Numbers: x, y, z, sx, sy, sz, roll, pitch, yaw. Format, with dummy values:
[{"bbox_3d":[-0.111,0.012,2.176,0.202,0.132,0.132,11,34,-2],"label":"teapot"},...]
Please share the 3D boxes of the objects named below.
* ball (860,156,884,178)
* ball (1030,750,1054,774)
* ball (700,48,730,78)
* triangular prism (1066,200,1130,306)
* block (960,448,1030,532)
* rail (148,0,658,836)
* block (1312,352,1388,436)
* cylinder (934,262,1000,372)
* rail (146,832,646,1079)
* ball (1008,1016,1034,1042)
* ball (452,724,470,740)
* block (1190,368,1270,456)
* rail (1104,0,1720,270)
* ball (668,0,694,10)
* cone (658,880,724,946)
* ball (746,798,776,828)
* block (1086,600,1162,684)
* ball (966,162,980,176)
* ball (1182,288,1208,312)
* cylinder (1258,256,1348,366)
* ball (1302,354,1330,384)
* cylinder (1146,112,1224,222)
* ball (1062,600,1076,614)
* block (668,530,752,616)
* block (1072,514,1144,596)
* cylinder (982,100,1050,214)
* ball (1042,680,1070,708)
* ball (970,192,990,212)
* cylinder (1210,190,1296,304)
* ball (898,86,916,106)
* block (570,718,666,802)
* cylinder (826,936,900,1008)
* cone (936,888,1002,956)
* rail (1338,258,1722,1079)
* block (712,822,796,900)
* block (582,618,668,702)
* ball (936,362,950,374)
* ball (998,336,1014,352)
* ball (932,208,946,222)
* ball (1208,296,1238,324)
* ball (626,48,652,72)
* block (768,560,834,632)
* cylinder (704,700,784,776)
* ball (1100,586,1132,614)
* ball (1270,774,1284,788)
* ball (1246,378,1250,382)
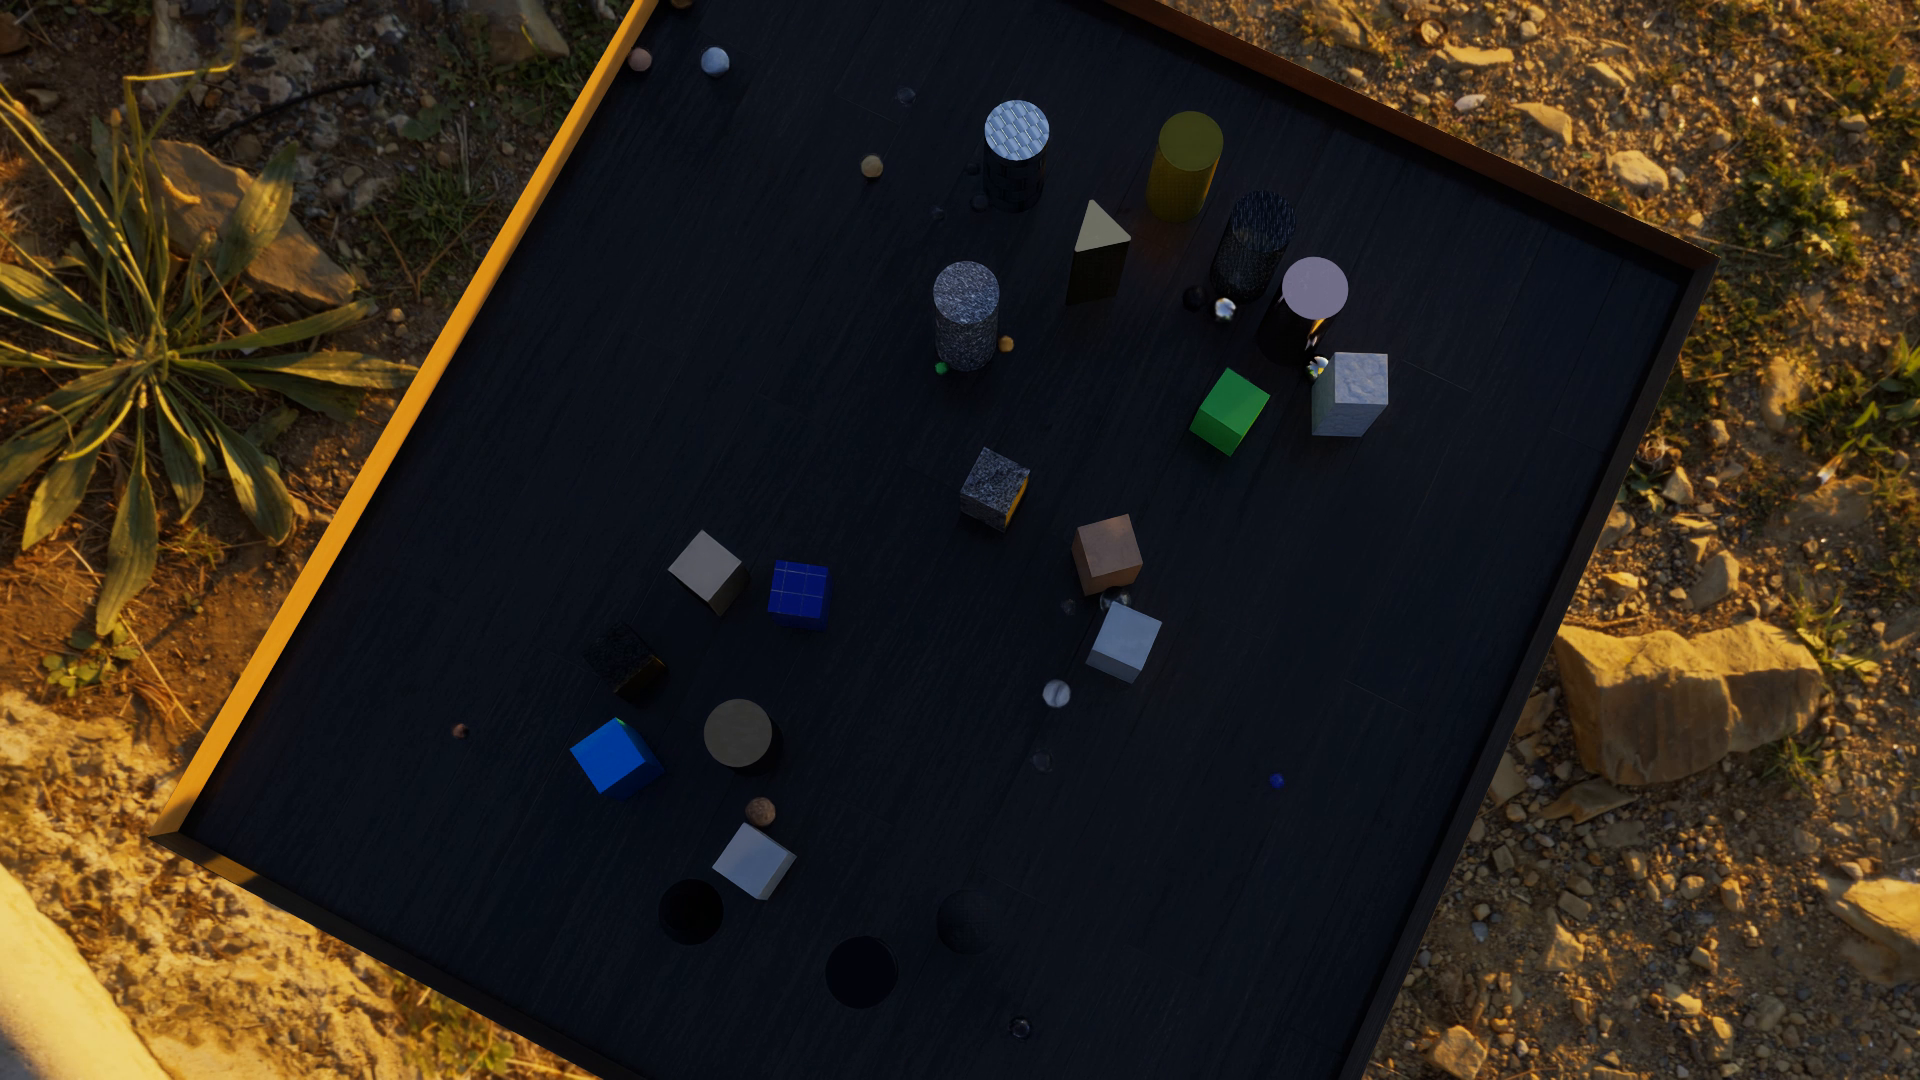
[{"bbox_3d":[-0.280,-1.186,5.825,0.072,0.072,0.072,0,78,0],"label":"ball"},{"bbox_3d":[0.243,0.658,5.443,0.073,0.073,0.073,0,78,0],"label":"ball"},{"bbox_3d":[-0.786,-1.535,5.887,0.092,0.092,0.092,0,78,0],"label":"ball"},{"bbox_3d":[0.398,-0.874,5.553,0.166,0.479,0.144,-13,79,-3],"label":"triangular prism"},{"bbox_3d":[0.104,-0.148,5.516,0.153,0.257,0.153,27,80,5],"label":"block"},{"bbox_3d":[-1.511,-0.733,5.704,0.045,0.125,3.695,26,80,5],"label":"rail"},{"bbox_3d":[1.170,-0.435,5.521,0.153,0.362,0.153,2,78,0],"label":"block"},{"bbox_3d":[0.018,-0.667,5.517,0.192,0.466,0.192,0,78,0],"label":"cylinder"},{"bbox_3d":[-0.816,1.604,5.220,3.425,0.125,0.045,26,80,5],"label":"rail"},{"bbox_3d":[0.175,1.410,5.288,0.072,0.072,0.072,0,78,0],"label":"ball"},{"bbox_3d":[-1.490,0.573,5.474,0.047,0.047,0.047,0,78,0],"label":"ball"},{"bbox_3d":[0.817,-0.386,5.570,0.153,0.247,0.153,34,80,7],"label":"block"},{"bbox_3d":[0.816,-1.591,5.881,3.425,0.125,0.045,26,80,5],"label":"rail"},{"bbox_3d":[-0.904,-1.768,5.933,0.096,0.096,0.096,0,78,0],"label":"ball"},{"bbox_3d":[-0.791,1.053,5.191,0.192,0.406,0.192,0,78,0],"label":"cone"},{"bbox_3d":[-0.587,0.804,5.406,0.086,0.086,0.086,0,78,0],"label":"ball"},{"bbox_3d":[0.479,0.305,5.398,0.153,0.304,0.153,24,79,5],"label":"block"},{"bbox_3d":[0.040,-1.182,5.837,0.047,0.047,0.047,0,78,0],"label":"ball"},{"bbox_3d":[0.736,-0.751,5.732,0.079,0.079,0.079,0,78,0],"label":"ball"},{"bbox_3d":[1.027,-0.682,5.524,0.192,0.458,0.192,0,78,0],"label":"cylinder"},{"bbox_3d":[1.109,-0.530,5.678,0.094,0.094,0.094,0,78,0],"label":"ball"},{"bbox_3d":[0.687,-1.143,5.643,0.192,0.411,0.192,0,78,0],"label":"cylinder"},{"bbox_3d":[0.331,0.203,5.552,0.043,0.043,0.043,0,78,0],"label":"ball"},{"bbox_3d":[-0.742,0.102,5.456,0.153,0.273,0.153,38,81,7],"label":"block"},{"bbox_3d":[0.434,0.048,5.447,0.153,0.312,0.153,-15,79,-3],"label":"block"},{"bbox_3d":[0.169,-1.175,5.647,0.192,0.416,0.192,0,78,0],"label":"cylinder"},{"bbox_3d":[0.290,0.458,5.479,0.084,0.084,0.084,0,78,0],"label":"ball"},{"bbox_3d":[0.063,-1.068,5.805,0.063,0.063,0.063,0,78,0],"label":"ball"},{"bbox_3d":[0.884,-0.882,5.564,0.192,0.461,0.192,0,78,0],"label":"cylinder"},{"bbox_3d":[-0.171,-1.425,5.881,0.059,0.059,0.059,0,78,0],"label":"ball"},{"bbox_3d":[-0.986,0.639,5.300,0.153,0.361,0.153,-35,80,-7],"label":"block"},{"bbox_3d":[-0.271,1.215,5.171,0.192,0.381,0.192,0,78,0],"label":"cylinder"},{"bbox_3d":[0.025,1.081,5.187,0.192,0.403,0.192,0,78,0],"label":"cone"},{"bbox_3d":[1.511,0.746,5.397,0.045,0.125,3.695,26,80,5],"label":"rail"},{"bbox_3d":[-0.588,0.927,5.278,0.153,0.288,0.153,34,80,7],"label":"block"},{"bbox_3d":[-0.988,0.360,5.412,0.153,0.254,0.153,-41,81,-8],"label":"block"},{"bbox_3d":[-0.054,-0.535,5.706,0.041,0.041,0.041,0,78,0],"label":"ball"},{"bbox_3d":[0.143,-0.611,5.717,0.050,0.050,0.050,0,78,0],"label":"ball"},{"bbox_3d":[-0.069,-1.029,5.806,0.046,0.046,0.046,0,78,0],"label":"ball"},{"bbox_3d":[0.822,-0.718,5.719,0.091,0.091,0.091,0,78,0],"label":"ball"},{"bbox_3d":[-1.033,-1.545,5.897,0.077,0.077,0.077,0,78,0],"label":"ball"},{"bbox_3d":[-0.472,0.169,5.452,0.153,0.255,0.153,8,78,2],"label":"block"},{"bbox_3d":[-0.623,0.577,5.316,0.192,0.355,0.192,0,78,0],"label":"cylinder"},{"bbox_3d":[0.469,0.187,5.529,0.096,0.096,0.096,0,78,0],"label":"ball"},{"bbox_3d":[0.941,0.715,5.446,0.045,0.045,0.045,0,78,0],"label":"ball"},{"bbox_3d":[0.883,-0.474,5.687,0.054,0.054,0.054,0,78,0],"label":"ball"}]
